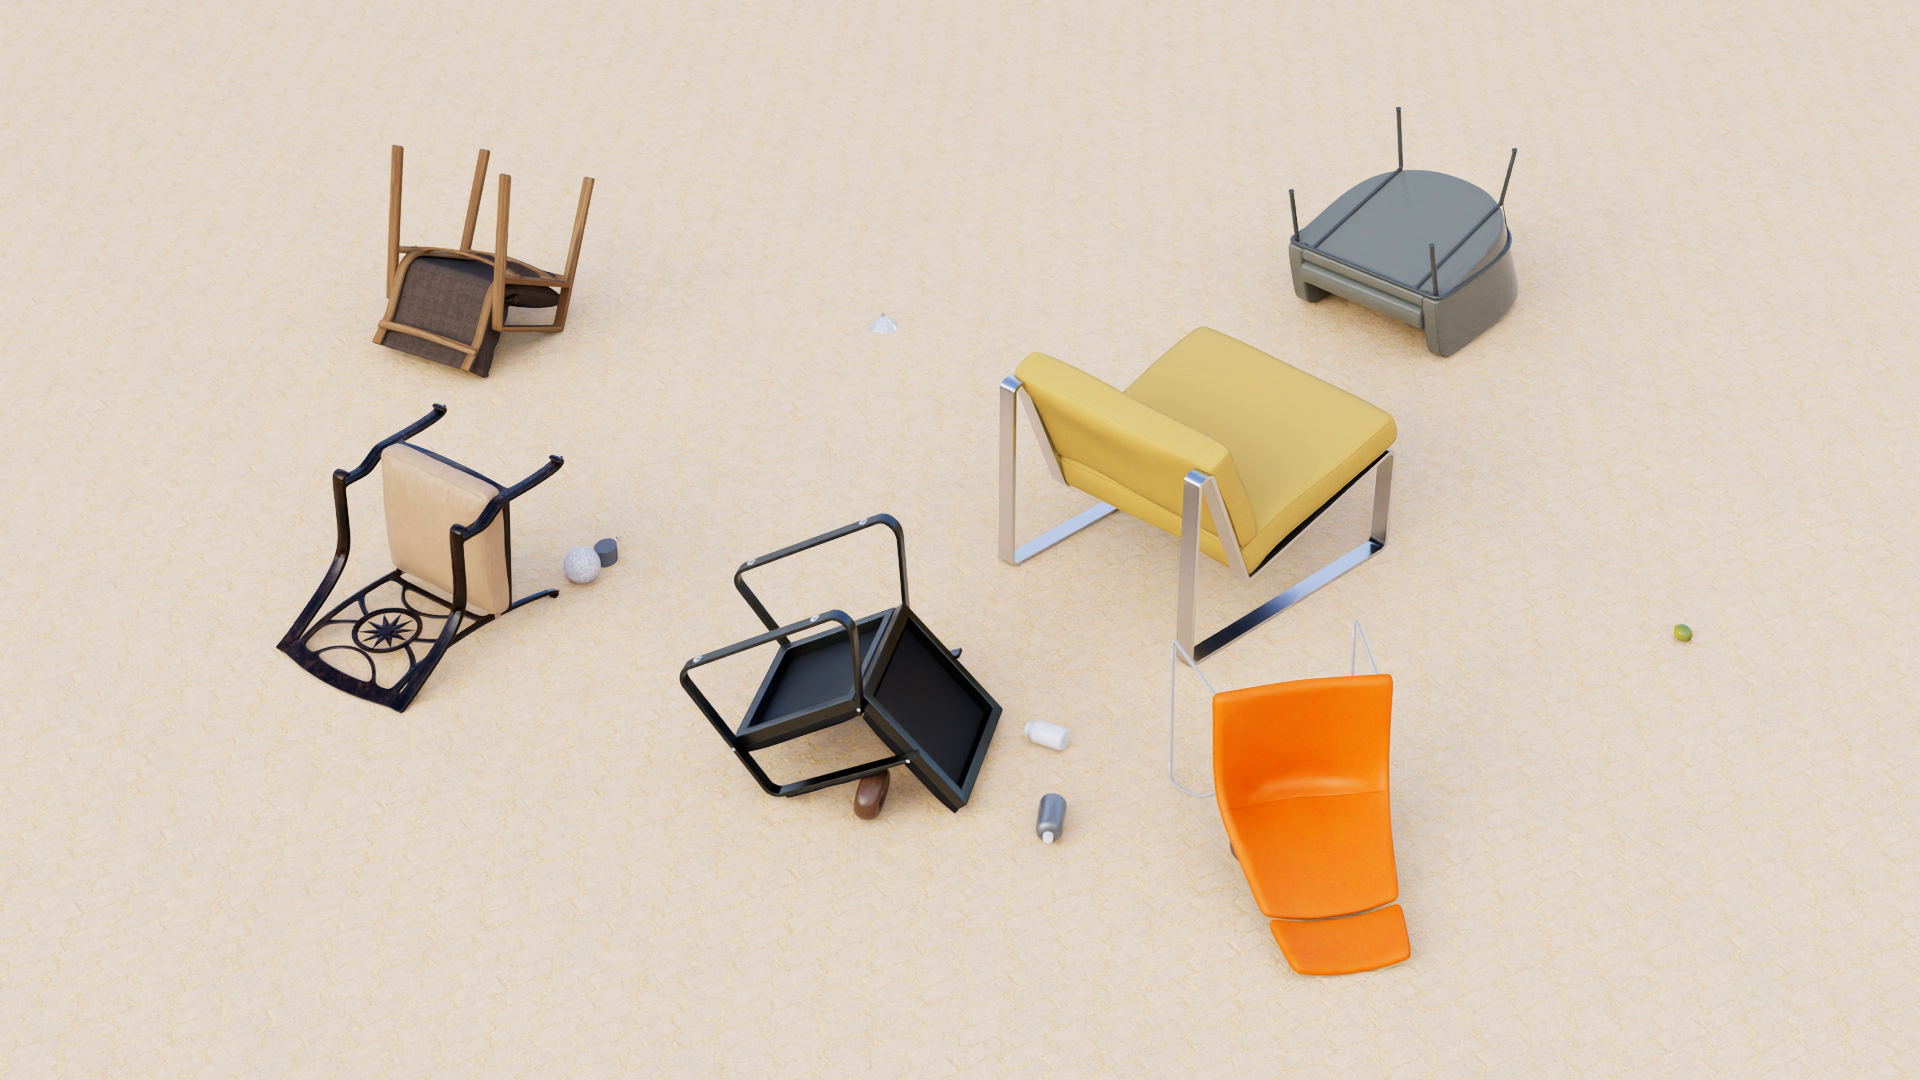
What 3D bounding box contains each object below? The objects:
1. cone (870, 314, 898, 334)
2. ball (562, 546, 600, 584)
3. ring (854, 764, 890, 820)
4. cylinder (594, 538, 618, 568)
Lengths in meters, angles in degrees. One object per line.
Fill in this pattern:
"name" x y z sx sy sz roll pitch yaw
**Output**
"cone" -0.320 -0.922 12.284 0.120 0.066 0.116 14 36 20
"ball" -1.378 0.090 10.683 0.137 0.137 0.137 0 33 0
"ring" -0.287 0.821 9.557 0.082 0.157 0.213 14 42 8
"cylinder" -1.306 0.048 10.814 0.080 0.063 0.103 10 35 15
